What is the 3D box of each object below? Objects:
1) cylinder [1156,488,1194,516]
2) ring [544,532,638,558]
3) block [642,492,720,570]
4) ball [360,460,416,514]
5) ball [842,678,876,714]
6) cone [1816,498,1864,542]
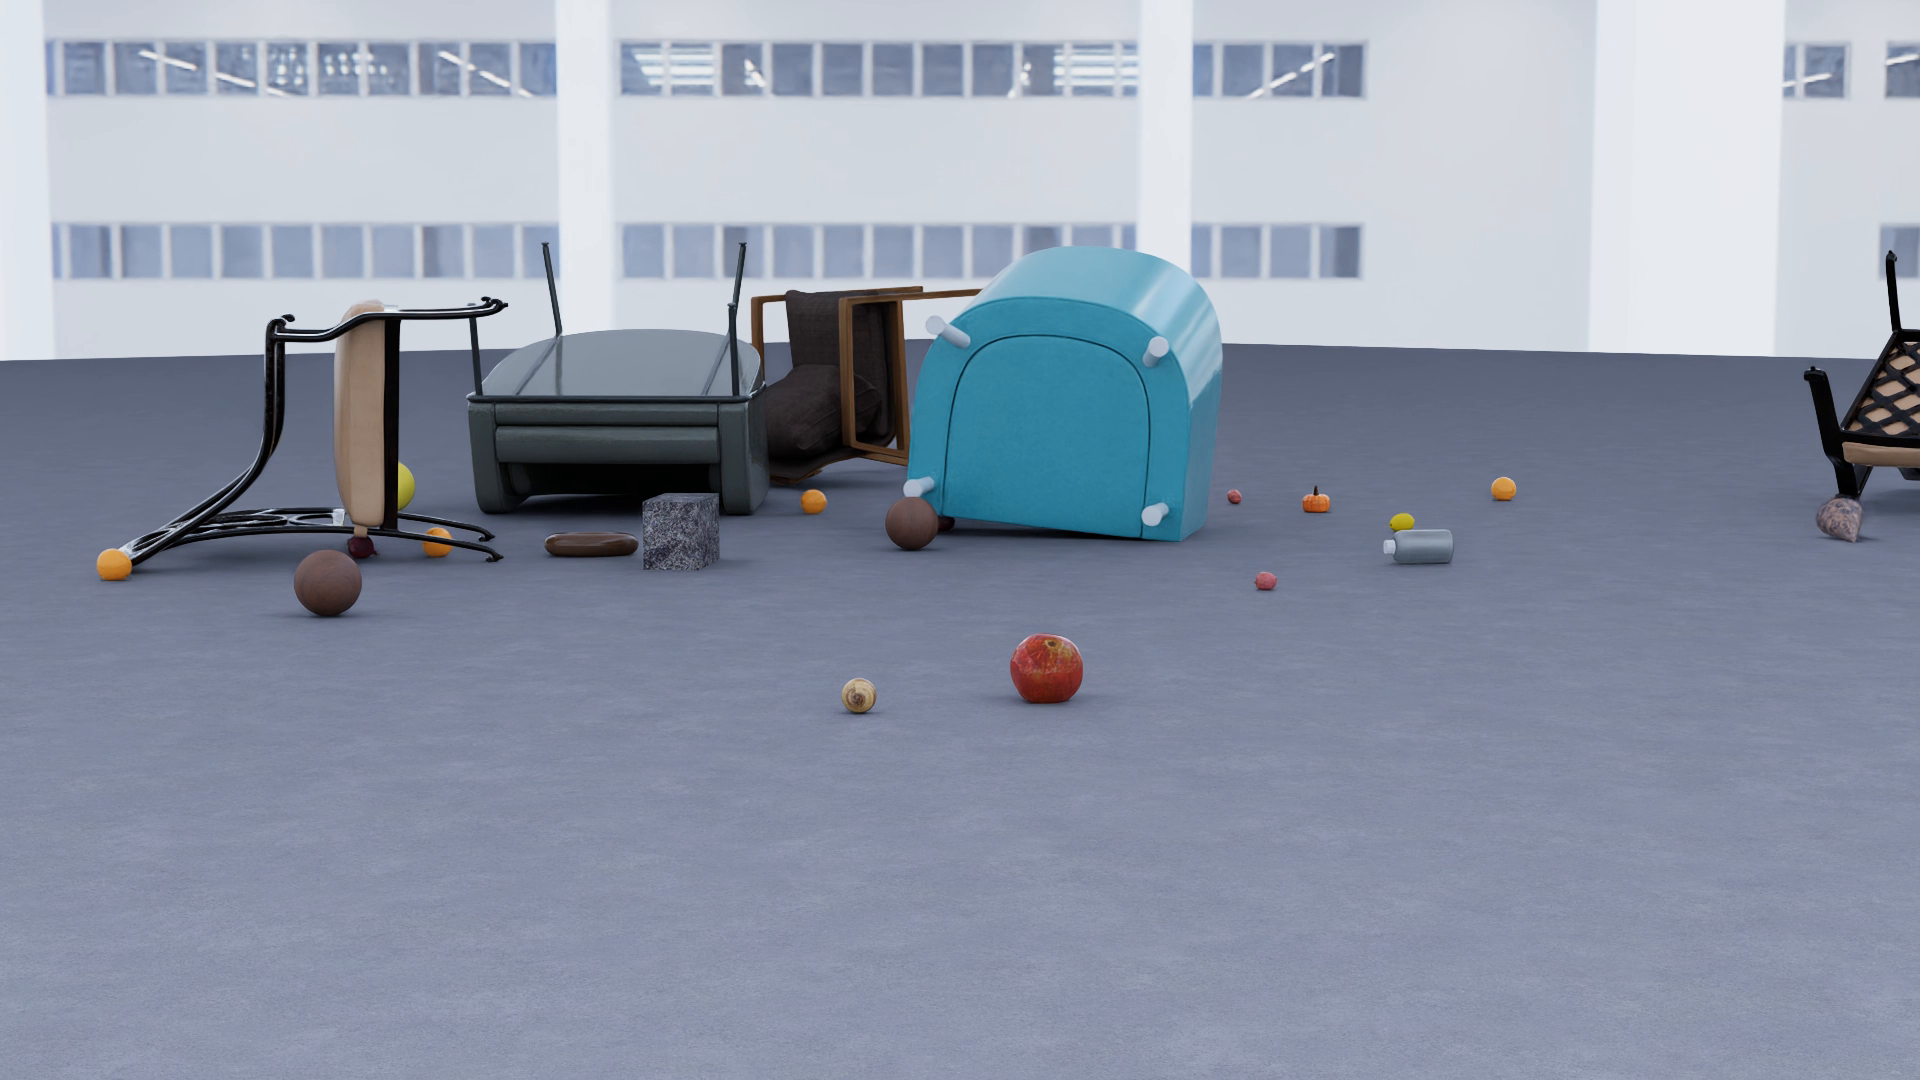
[{"bbox_3d":[0.591,-0.104,7.057,0.099,0.074,0.081,-3,5,9],"label":"cylinder"},{"bbox_3d":[-0.871,0.010,6.060,0.222,0.053,0.122,0,5,-6],"label":"ring"},{"bbox_3d":[-0.636,-0.021,5.865,0.126,0.153,0.233,1,6,6],"label":"block"},{"bbox_3d":[-1.588,-0.148,7.117,0.150,0.150,0.150,0,6,0],"label":"ball"},{"bbox_3d":[-0.152,0.235,3.873,0.053,0.053,0.053,0,6,0],"label":"ball"},{"bbox_3d":[2.216,-0.025,6.409,0.118,0.105,0.158,-5,24,8],"label":"cone"}]
